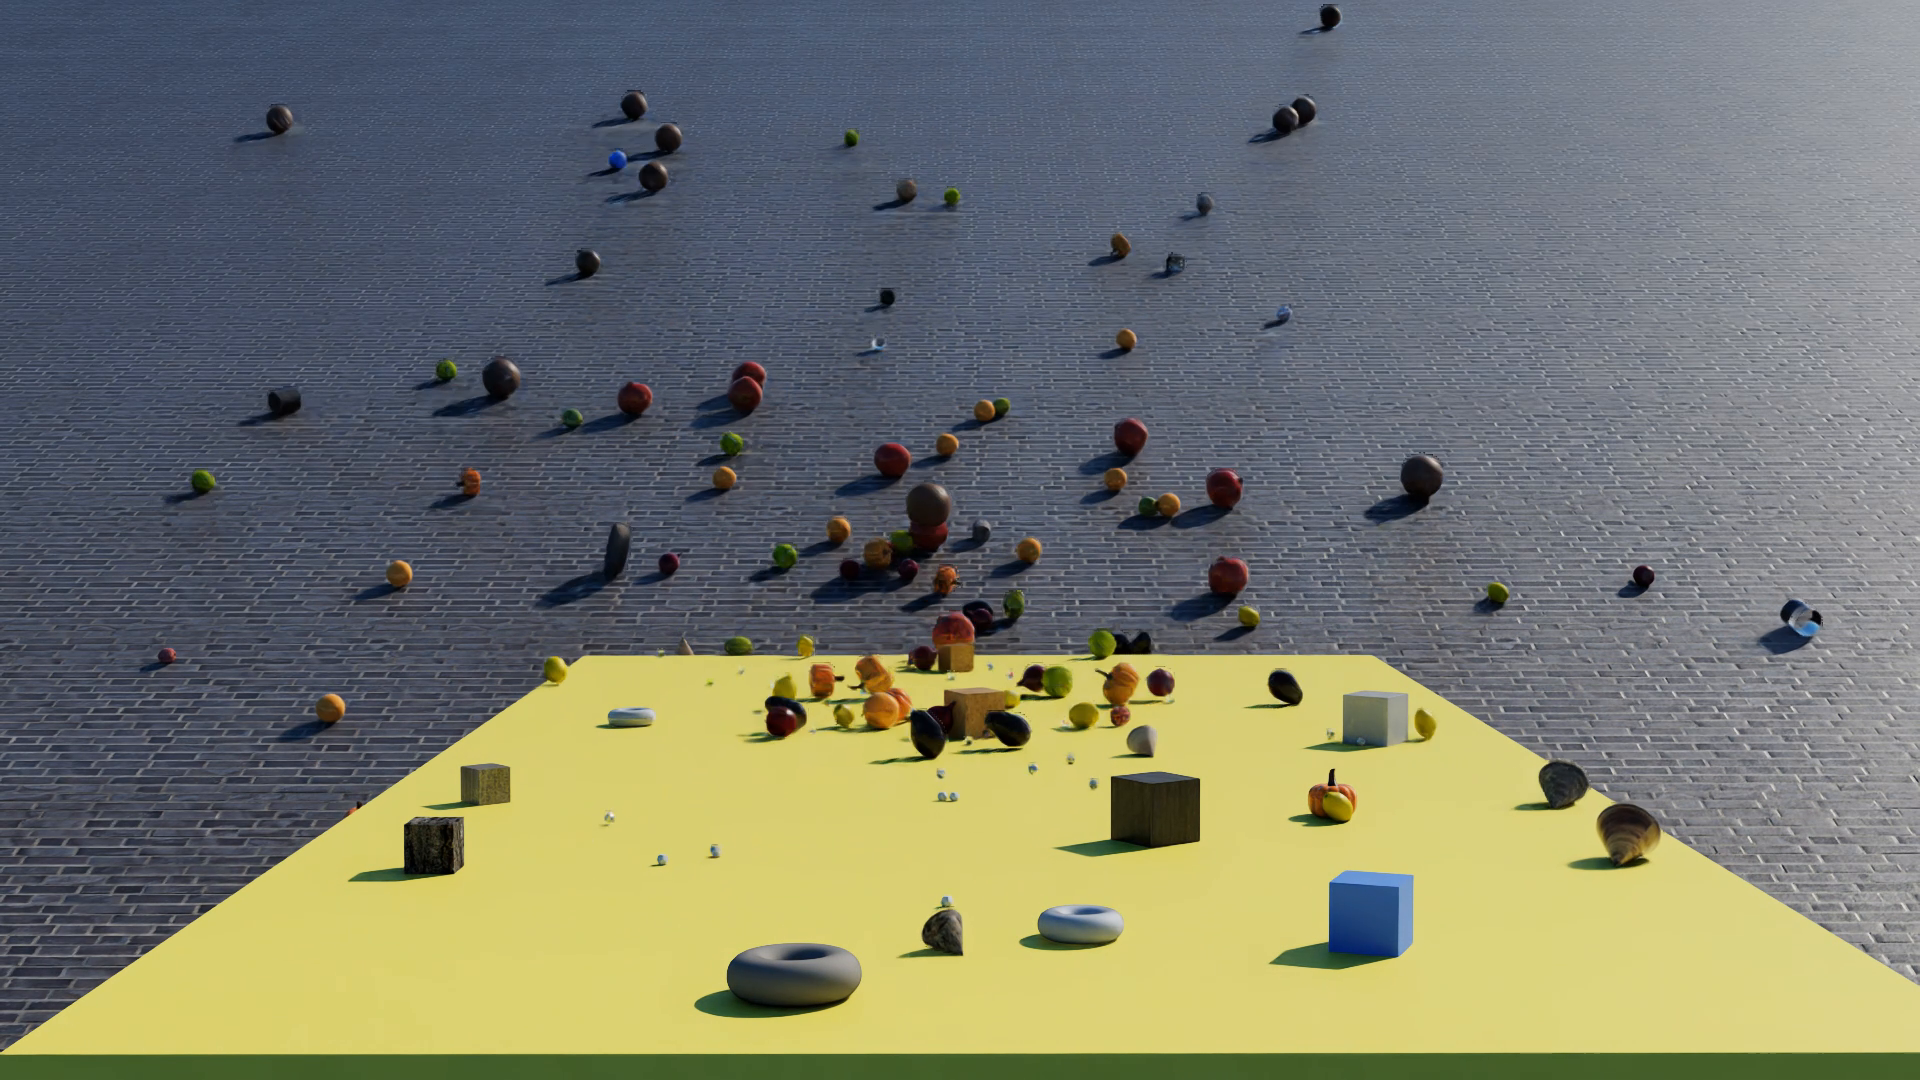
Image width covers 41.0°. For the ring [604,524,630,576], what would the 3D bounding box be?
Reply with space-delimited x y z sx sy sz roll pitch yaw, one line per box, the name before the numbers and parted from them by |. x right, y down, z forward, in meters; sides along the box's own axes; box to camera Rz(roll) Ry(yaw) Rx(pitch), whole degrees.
ring | -0.968 0.028 7.264 0.050 0.149 0.149 11 19 -14

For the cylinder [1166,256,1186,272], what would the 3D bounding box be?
cylinder | 0.863 -1.106 10.280 0.060 0.060 0.060 8 23 20

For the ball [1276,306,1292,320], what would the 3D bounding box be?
ball | 1.215 -0.850 9.629 0.057 0.057 0.057 0 21 0

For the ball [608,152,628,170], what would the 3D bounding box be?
ball | -1.586 -1.760 11.918 0.085 0.085 0.085 0 21 0

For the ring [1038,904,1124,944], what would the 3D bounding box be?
ring | 0.144 0.460 3.075 0.104 0.035 0.104 0 2 0

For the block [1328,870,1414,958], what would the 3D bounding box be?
block | 0.483 0.438 3.020 0.082 0.082 0.082 1 3 22

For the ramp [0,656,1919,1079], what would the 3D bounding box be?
ramp | 0.050 0.449 4.532 2.000 0.100 4.000 0 3 0

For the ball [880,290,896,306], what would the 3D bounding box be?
ball | -0.275 -0.927 9.826 0.059 0.059 0.059 0 21 0

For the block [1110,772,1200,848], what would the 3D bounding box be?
block | 0.286 0.393 3.762 0.093 0.093 0.093 -2 4 -35

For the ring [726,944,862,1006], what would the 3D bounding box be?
ring | -0.179 0.469 2.775 0.146 0.049 0.146 -1 2 0

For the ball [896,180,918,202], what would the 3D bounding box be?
ball | -0.234 -1.545 11.357 0.094 0.094 0.094 0 21 0

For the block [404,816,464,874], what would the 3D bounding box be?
block | -0.722 0.419 3.529 0.068 0.068 0.068 0 3 1

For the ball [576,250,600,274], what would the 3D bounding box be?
ball | -1.481 -1.107 10.235 0.096 0.096 0.096 0 21 0

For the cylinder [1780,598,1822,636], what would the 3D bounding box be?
cylinder | 2.257 0.208 6.899 0.077 0.077 0.077 -8 37 -19

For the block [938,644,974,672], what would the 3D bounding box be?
block | -0.009 0.282 6.153 0.062 0.062 0.062 -2 3 -29

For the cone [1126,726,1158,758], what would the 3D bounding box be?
cone | 0.340 0.378 4.662 0.061 0.061 0.061 -6 31 -15

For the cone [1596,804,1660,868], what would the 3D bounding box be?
cone | 0.920 0.429 3.572 0.090 0.090 0.090 9 33 22

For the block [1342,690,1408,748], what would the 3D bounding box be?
block | 0.783 0.336 4.844 0.092 0.092 0.092 2 4 34

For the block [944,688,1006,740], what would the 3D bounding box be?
block | 0.028 0.333 4.950 0.087 0.087 0.087 -2 3 -28

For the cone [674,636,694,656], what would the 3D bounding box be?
cone | -0.716 0.292 6.662 0.094 0.094 0.094 0 21 0

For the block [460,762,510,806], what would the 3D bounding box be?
block | -0.762 0.392 4.127 0.058 0.058 0.058 -3 4 -40

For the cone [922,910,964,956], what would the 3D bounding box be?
cone | -0.009 0.469 2.997 0.054 0.054 0.054 -11 35 -26

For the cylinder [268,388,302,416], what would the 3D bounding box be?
cylinder | -2.264 -0.465 8.617 0.077 0.077 0.077 18 28 38

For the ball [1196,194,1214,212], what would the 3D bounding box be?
ball | 1.064 -1.460 11.163 0.078 0.078 0.078 0 21 0

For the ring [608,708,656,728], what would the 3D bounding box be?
ring | -0.653 0.352 5.117 0.098 0.033 0.098 -1 3 0

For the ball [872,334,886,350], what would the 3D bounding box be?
ball | -0.292 -0.713 9.284 0.055 0.055 0.055 0 21 0
